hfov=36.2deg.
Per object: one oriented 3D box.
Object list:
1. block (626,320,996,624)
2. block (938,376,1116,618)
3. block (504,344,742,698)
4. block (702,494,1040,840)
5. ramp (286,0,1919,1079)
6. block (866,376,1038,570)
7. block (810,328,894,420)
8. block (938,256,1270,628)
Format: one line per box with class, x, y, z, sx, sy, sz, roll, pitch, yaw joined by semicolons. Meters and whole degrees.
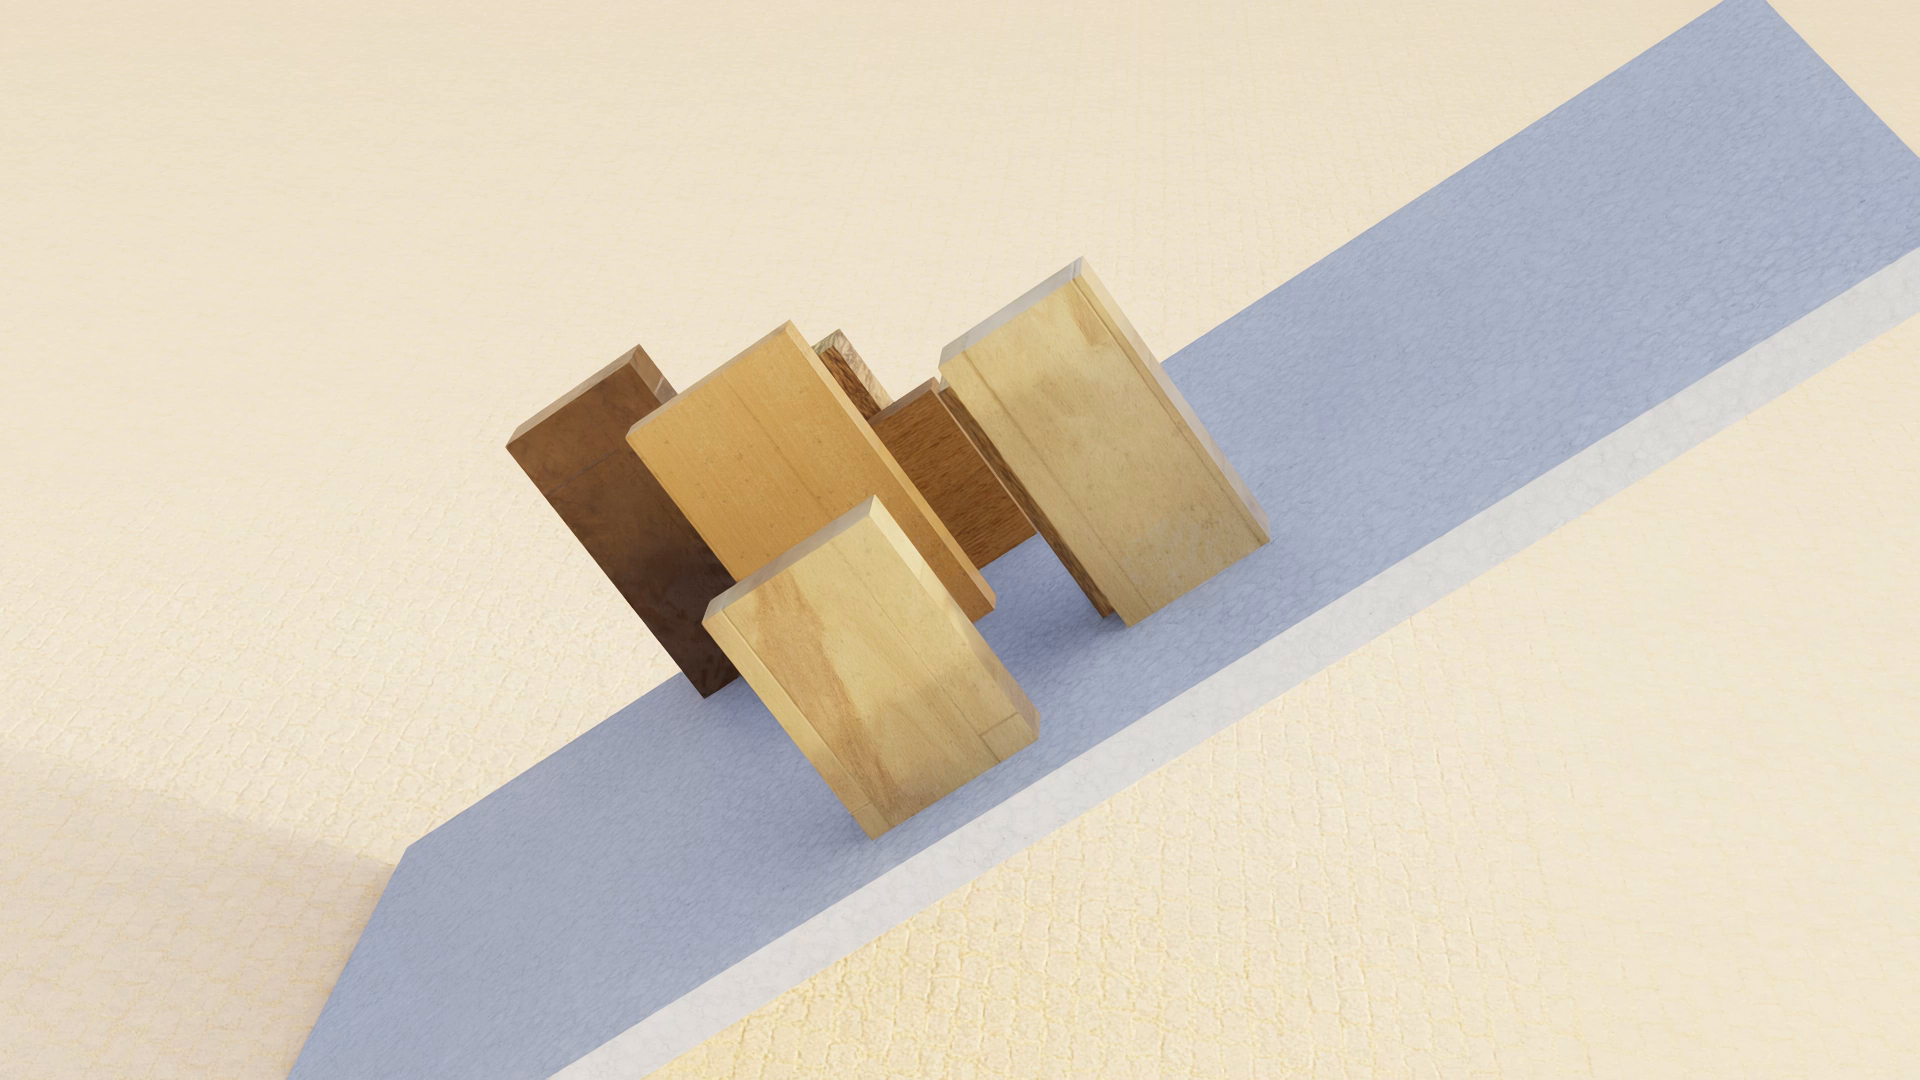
block;-0.315;-0.048;6.316;0.426;0.758;0.081;-33;16;15
block;0.247;-0.168;5.798;0.300;0.568;0.147;-33;16;15
block;-0.691;-0.040;7.066;0.374;0.786;0.144;-33;16;15
block;-0.163;0.244;5.537;0.387;0.542;0.108;-33;16;15
ramp;0.135;0.174;6.307;4.000;0.100;2.000;-33;16;15
block;-0.116;-0.080;6.636;0.426;0.410;0.094;-33;16;15
block;-0.290;-0.135;6.870;0.423;0.573;0.129;-33;16;15
block;0.280;-0.184;5.636;0.327;0.640;0.128;-33;16;15
